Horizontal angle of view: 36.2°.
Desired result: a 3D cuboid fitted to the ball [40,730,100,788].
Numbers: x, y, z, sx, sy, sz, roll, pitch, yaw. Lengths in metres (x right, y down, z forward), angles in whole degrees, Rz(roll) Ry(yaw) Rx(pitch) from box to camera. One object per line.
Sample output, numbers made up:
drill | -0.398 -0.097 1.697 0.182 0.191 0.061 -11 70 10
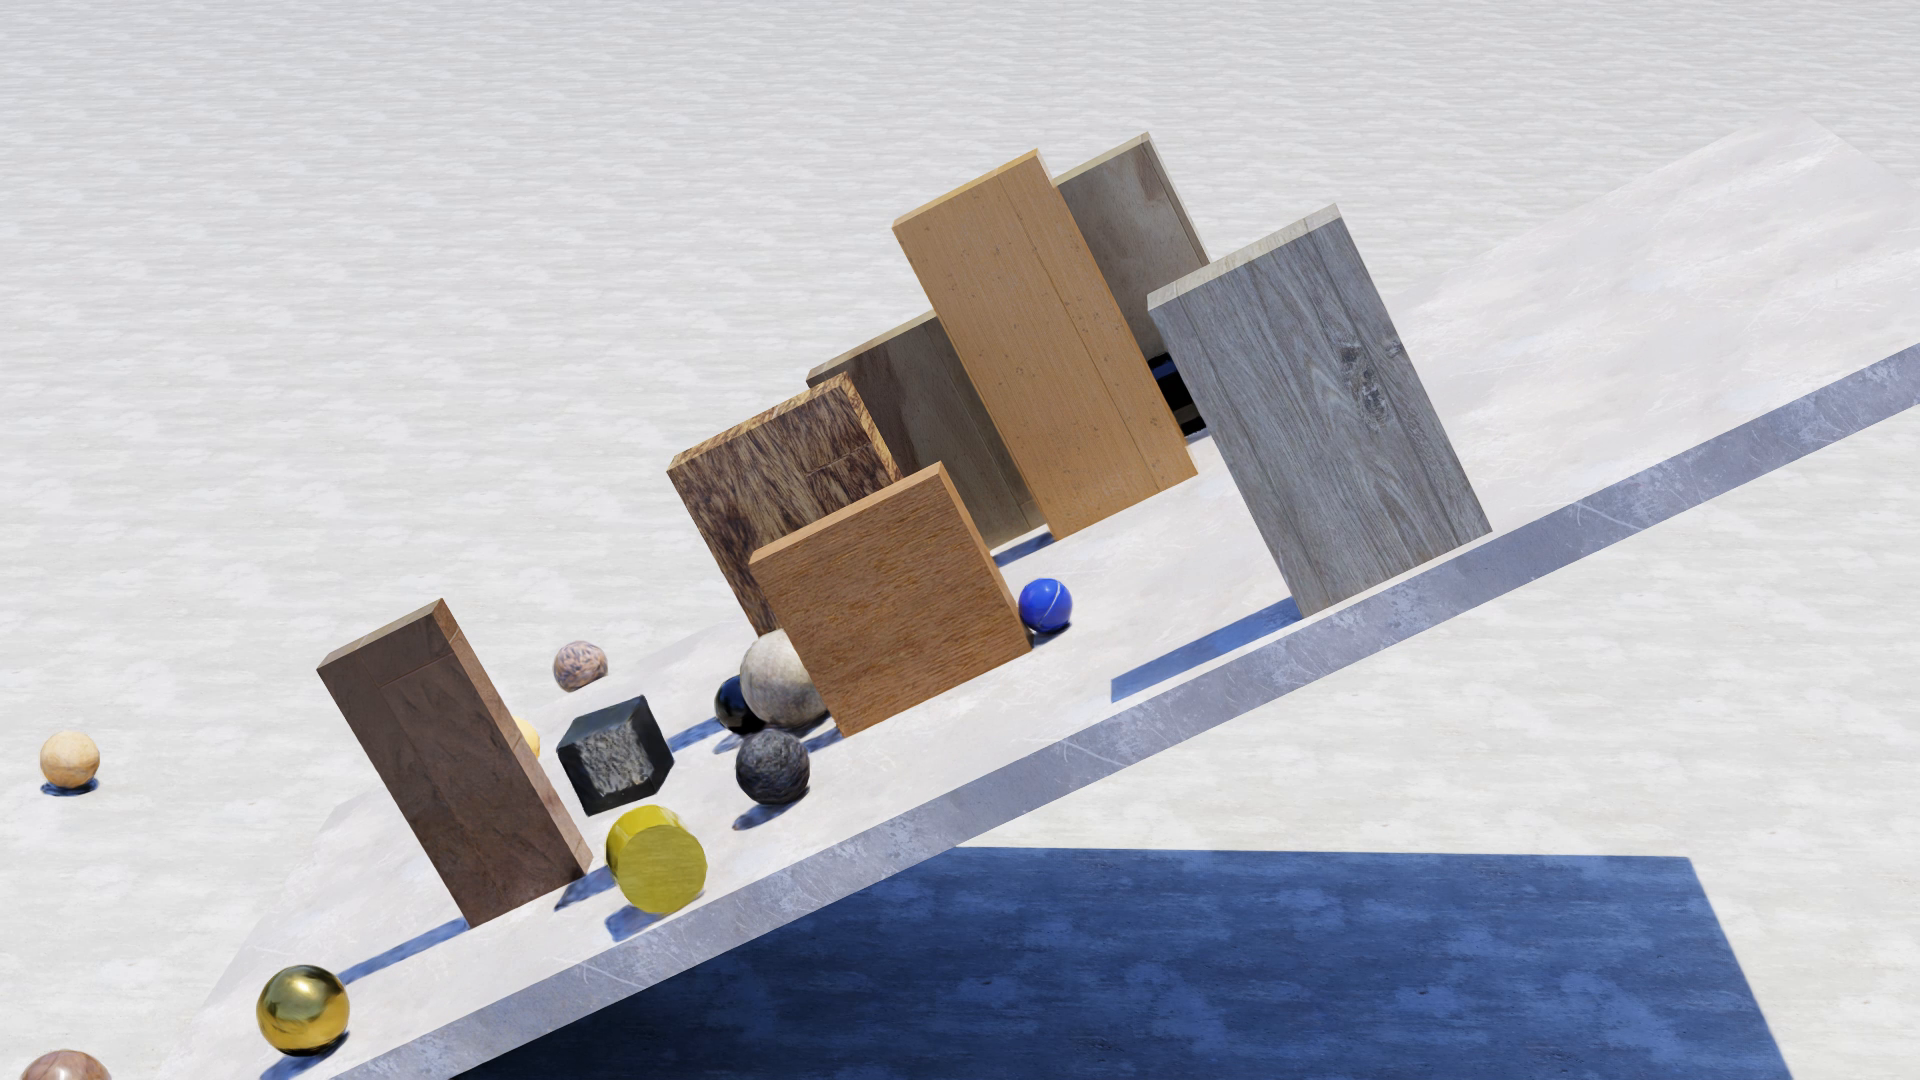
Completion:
ball | -2.399 0.591 7.927 0.157 0.157 0.157 0 17 0

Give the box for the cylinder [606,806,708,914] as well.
cylinder | -0.572 0.598 5.522 0.169 0.169 0.169 -4 9 -14

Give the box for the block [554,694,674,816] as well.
block | -0.677 0.424 5.784 0.153 0.153 0.153 -19 16 14

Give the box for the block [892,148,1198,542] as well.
block | 0.190 -0.422 6.442 0.350 0.789 0.102 -26 14 10

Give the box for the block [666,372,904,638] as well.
block | -0.304 -0.009 6.357 0.423 0.573 0.129 -26 14 10

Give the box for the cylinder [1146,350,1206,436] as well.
cylinder | 0.529 -0.351 6.779 0.198 0.198 0.198 -25 12 14

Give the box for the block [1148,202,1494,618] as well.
block | 0.636 -0.226 5.204 0.368 0.628 0.136 -26 14 10

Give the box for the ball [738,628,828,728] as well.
ball | -0.357 0.288 6.151 0.209 0.209 0.209 0 17 0

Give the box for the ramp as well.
ramp | 0.140 0.168 6.281 4.000 0.100 2.000 -26 14 10

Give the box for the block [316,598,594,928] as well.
block | -1.017 0.454 5.946 0.269 0.625 0.099 -26 14 10

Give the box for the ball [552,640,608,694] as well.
ball | -0.968 0.327 7.504 0.142 0.142 0.142 0 17 0

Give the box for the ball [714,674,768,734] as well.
ball | -0.463 0.352 6.299 0.128 0.128 0.128 0 17 0

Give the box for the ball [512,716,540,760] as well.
ball | -1.064 0.488 6.913 0.154 0.154 0.154 0 17 0

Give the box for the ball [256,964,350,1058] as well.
ball | -1.278 0.916 5.723 0.179 0.179 0.179 0 17 0

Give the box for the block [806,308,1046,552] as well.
block | -0.050 -0.224 6.713 0.387 0.542 0.108 -26 14 10

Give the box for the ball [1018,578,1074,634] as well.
ball | 0.172 0.132 5.900 0.111 0.111 0.111 0 17 0

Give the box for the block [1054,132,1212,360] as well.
block | 0.436 -0.590 6.889 0.327 0.640 0.128 -26 14 10

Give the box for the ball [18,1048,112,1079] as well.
ball | -1.807 1.129 5.938 0.199 0.199 0.199 0 17 0

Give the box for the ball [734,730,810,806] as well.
ball | -0.365 0.444 5.731 0.148 0.148 0.148 0 17 0

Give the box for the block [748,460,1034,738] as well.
block | -0.136 0.122 5.899 0.426 0.410 0.094 -26 14 10
